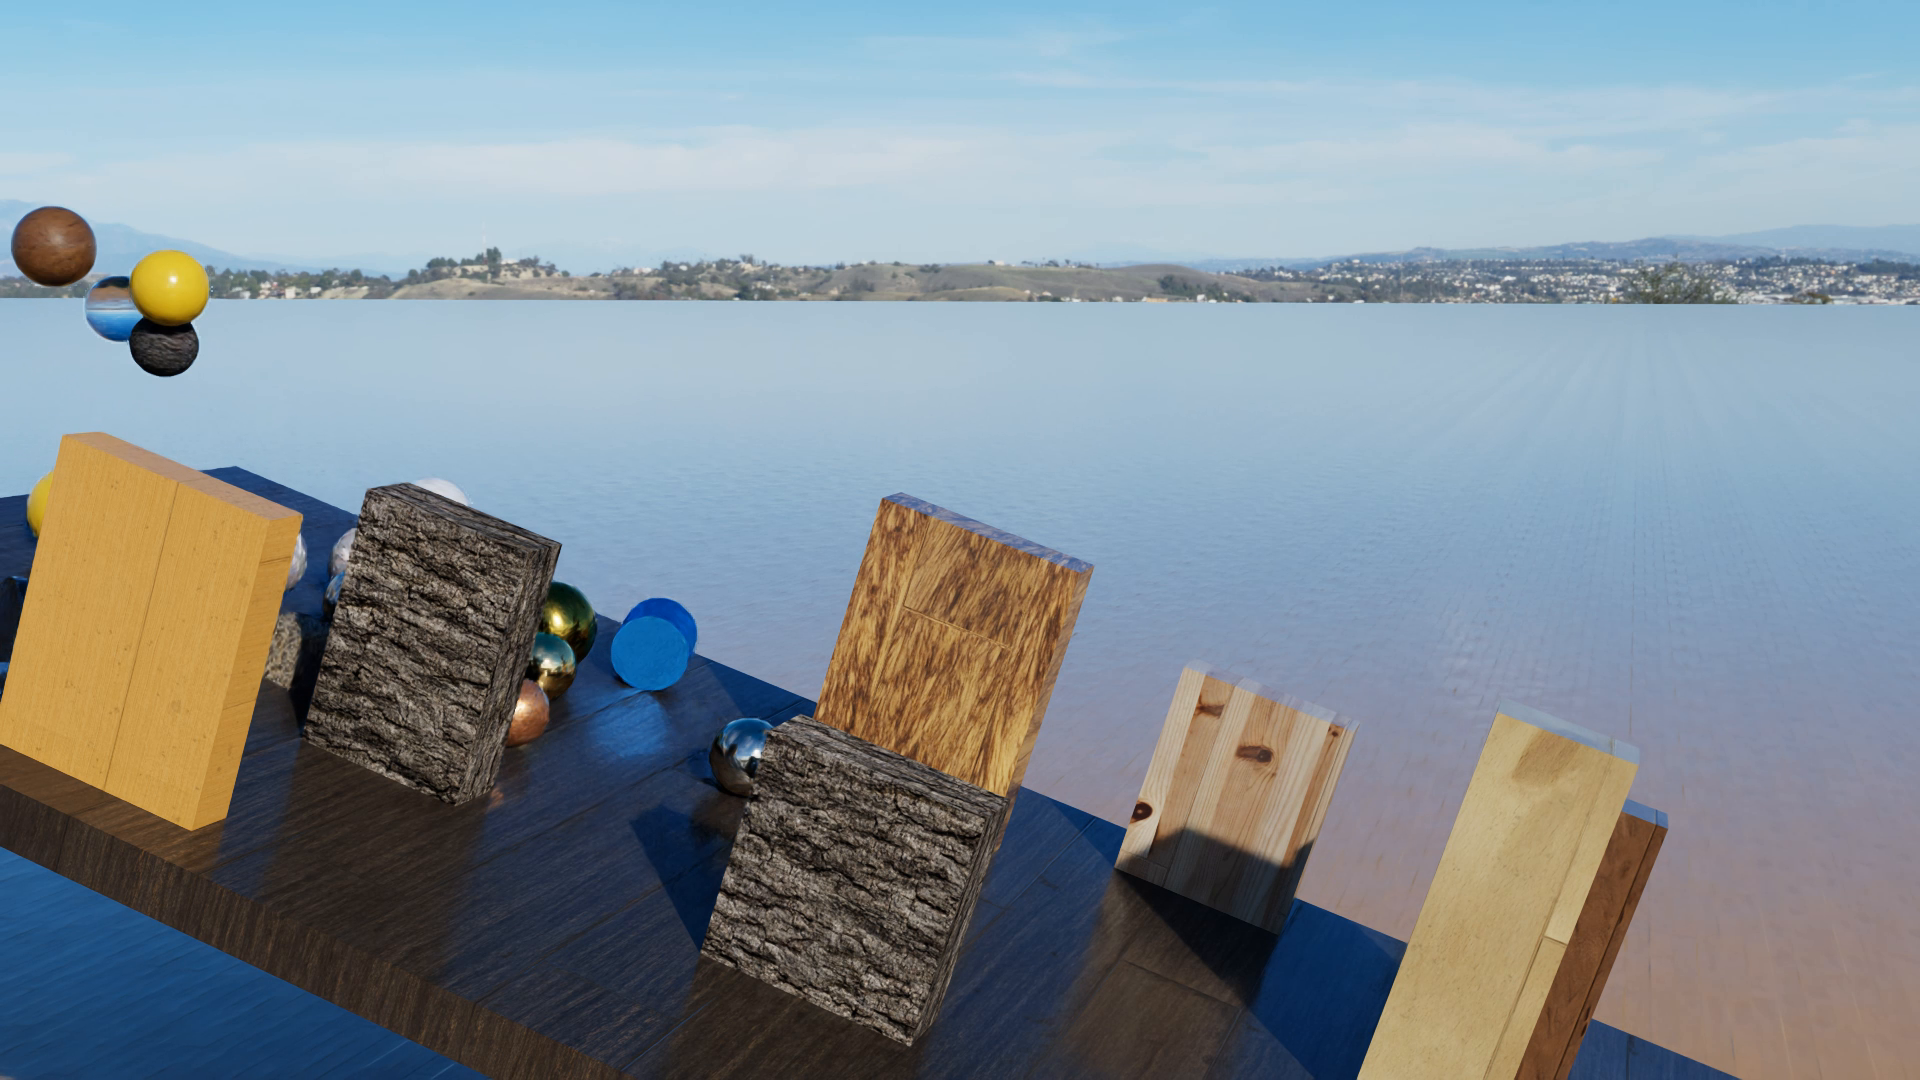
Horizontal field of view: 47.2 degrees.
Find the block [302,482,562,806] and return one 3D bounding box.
[{"bbox_3d":[-0.969,0.187,4.028,0.332,0.493,0.139,21,12,14],"label":"block"}]

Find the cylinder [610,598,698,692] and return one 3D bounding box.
[{"bbox_3d":[-0.693,0.236,4.991,0.172,0.172,0.172,0,13,0],"label":"cylinder"}]

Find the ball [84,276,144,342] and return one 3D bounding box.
[{"bbox_3d":[-1.856,-0.511,4.859,0.147,0.147,0.147,0,7,0],"label":"ball"}]

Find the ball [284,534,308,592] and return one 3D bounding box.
[{"bbox_3d":[-1.492,0.035,4.725,0.176,0.176,0.176,0,7,0],"label":"ball"}]

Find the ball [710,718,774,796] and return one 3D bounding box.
[{"bbox_3d":[-0.430,0.442,4.476,0.159,0.159,0.159,0,7,0],"label":"ball"}]

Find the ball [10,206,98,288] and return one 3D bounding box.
[{"bbox_3d":[-1.945,-0.630,4.721,0.173,0.173,0.173,0,7,0],"label":"ball"}]

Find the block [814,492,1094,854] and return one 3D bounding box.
[{"bbox_3d":[-0.038,0.283,4.591,0.443,0.644,0.125,21,12,14],"label":"block"}]

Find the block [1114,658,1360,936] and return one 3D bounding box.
[{"bbox_3d":[0.594,0.549,4.727,0.380,0.473,0.112,21,12,14],"label":"block"}]

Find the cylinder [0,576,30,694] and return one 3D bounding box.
[{"bbox_3d":[-1.579,0.177,3.876,0.207,0.207,0.207,8,0,-38],"label":"cylinder"}]

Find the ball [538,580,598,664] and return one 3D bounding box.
[{"bbox_3d":[-0.899,0.190,4.820,0.205,0.205,0.205,0,7,0],"label":"ball"}]

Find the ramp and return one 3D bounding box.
[{"bbox_3d":[-0.352,0.662,4.223,4.000,0.100,2.000,21,12,14],"label":"ramp"}]

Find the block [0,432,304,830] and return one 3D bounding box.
[{"bbox_3d":[-1.328,0.145,3.585,0.401,0.537,0.092,21,12,14],"label":"block"}]

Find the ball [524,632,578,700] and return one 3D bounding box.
[{"bbox_3d":[-0.883,0.266,4.637,0.148,0.148,0.148,0,7,0],"label":"ball"}]

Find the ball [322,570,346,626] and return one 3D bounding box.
[{"bbox_3d":[-1.273,0.134,4.663,0.149,0.149,0.149,0,7,0],"label":"ball"}]

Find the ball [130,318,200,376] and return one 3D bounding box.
[{"bbox_3d":[-1.734,-0.428,4.792,0.143,0.143,0.143,0,7,0],"label":"ball"}]

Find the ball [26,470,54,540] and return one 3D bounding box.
[{"bbox_3d":[-1.842,-0.061,4.592,0.199,0.199,0.199,0,7,0],"label":"ball"}]

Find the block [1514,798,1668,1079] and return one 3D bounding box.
[{"bbox_3d":[1.087,0.756,4.170,0.290,0.612,0.120,21,12,14],"label":"block"}]

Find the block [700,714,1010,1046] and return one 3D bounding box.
[{"bbox_3d":[-0.177,0.564,3.680,0.393,0.411,0.145,21,12,14],"label":"block"}]

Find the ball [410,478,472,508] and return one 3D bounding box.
[{"bbox_3d":[-1.149,-0.051,4.785,0.173,0.173,0.173,0,7,0],"label":"ball"}]

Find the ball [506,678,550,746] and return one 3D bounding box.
[{"bbox_3d":[-0.879,0.338,4.339,0.138,0.138,0.138,0,7,0],"label":"ball"}]

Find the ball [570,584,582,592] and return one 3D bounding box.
[{"bbox_3d":[-0.921,0.166,5.062,0.137,0.137,0.137,0,7,0],"label":"ball"}]

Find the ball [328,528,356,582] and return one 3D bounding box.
[{"bbox_3d":[-1.298,0.060,4.858,0.191,0.191,0.191,0,7,0],"label":"ball"}]

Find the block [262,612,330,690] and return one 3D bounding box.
[{"bbox_3d":[-1.310,0.217,4.328,0.109,0.109,0.109,22,13,21],"label":"block"}]

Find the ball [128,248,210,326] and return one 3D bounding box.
[{"bbox_3d":[-1.688,-0.539,4.697,0.164,0.164,0.164,0,7,0],"label":"ball"}]

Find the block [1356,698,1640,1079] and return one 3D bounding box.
[{"bbox_3d":[0.932,0.687,3.864,0.246,0.772,0.143,21,12,14],"label":"block"}]
